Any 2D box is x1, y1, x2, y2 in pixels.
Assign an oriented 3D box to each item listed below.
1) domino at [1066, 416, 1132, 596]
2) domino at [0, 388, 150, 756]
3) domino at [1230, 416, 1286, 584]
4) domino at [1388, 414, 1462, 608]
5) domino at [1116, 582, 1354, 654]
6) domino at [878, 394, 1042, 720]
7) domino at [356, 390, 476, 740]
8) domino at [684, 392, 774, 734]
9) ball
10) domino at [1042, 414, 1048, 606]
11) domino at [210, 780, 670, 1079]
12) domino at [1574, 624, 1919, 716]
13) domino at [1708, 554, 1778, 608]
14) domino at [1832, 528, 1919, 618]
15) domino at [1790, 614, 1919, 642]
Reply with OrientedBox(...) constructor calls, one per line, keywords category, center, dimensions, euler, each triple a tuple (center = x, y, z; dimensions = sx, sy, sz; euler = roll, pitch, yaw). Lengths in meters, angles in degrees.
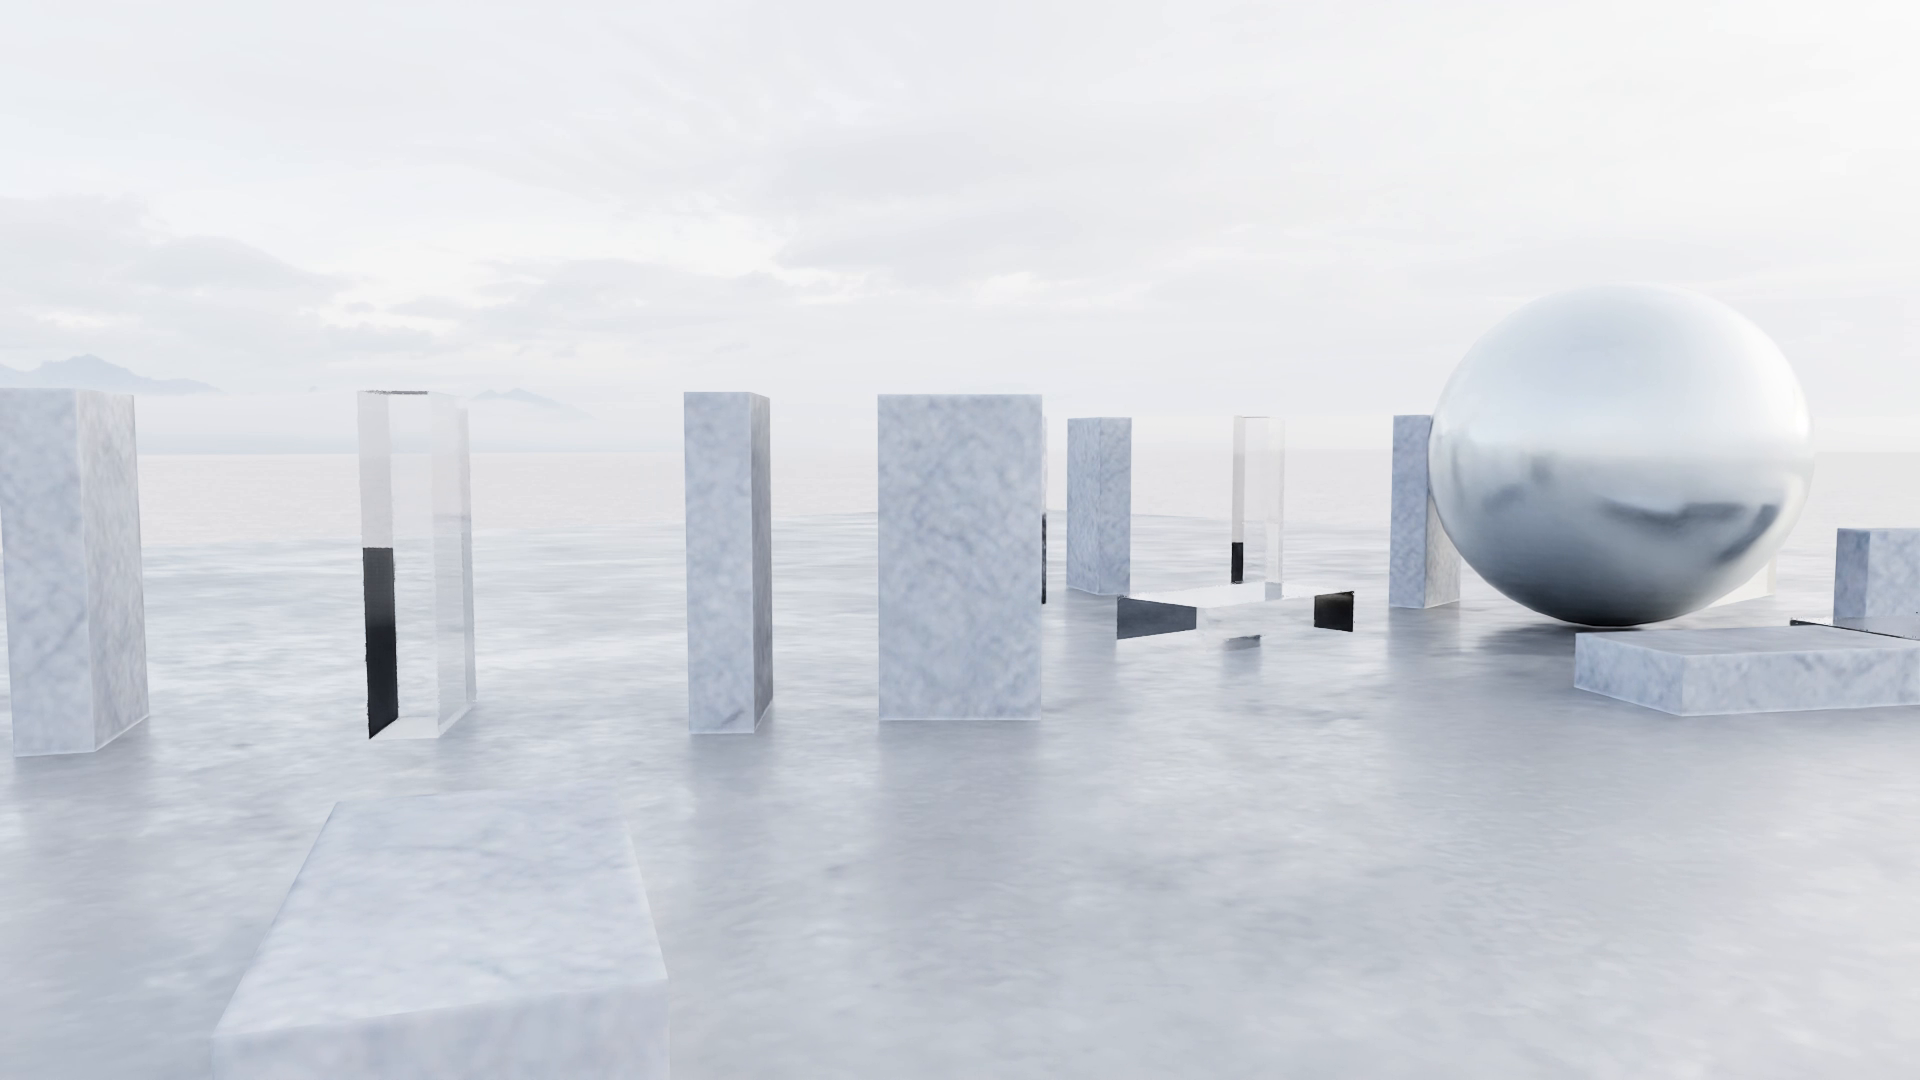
OrientedBox(category="domino", center=(0.040, -0.010, 0.373), dimensions=(0.009, 0.050, 0.025), euler=(-1, 4, -17))
OrientedBox(category="domino", center=(-0.128, 0.004, 0.186), dimensions=(0.010, 0.050, 0.025), euler=(-1, 4, -17))
OrientedBox(category="domino", center=(0.086, -0.010, 0.367), dimensions=(0.009, 0.050, 0.025), euler=(2, 5, 25))
OrientedBox(category="domino", center=(0.125, -0.008, 0.342), dimensions=(0.009, 0.050, 0.025), euler=(4, 6, 41))
OrientedBox(category="domino", center=(0.061, 0.017, 0.284), dimensions=(0.050, 0.009, 0.025), euler=(-3, 5, -38))
OrientedBox(category="domino", center=(0.000, 0.002, 0.201), dimensions=(0.025, 0.050, 0.009), euler=(0, 4, 0))
OrientedBox(category="domino", center=(-0.082, 0.003, 0.196), dimensions=(0.009, 0.050, 0.025), euler=(-1, 4, -9))
OrientedBox(category="domino", center=(-0.035, 0.003, 0.199), dimensions=(0.009, 0.050, 0.025), euler=(0, 4, -2))
OrientedBox(category="ball", center=(0.151, -0.020, 0.298), dimensions=(0.080, 0.080, 0.080), euler=(0, 4, 0))
OrientedBox(category="domino", center=(0.010, -0.008, 0.340), dimensions=(0.025, 0.050, 0.009), euler=(2, 5, 19))
OrientedBox(category="domino", center=(-0.038, 0.030, 0.099), dimensions=(0.025, 0.009, 0.050), euler=(-1, 5, -19))
OrientedBox(category="domino", center=(0.135, 0.022, 0.218), dimensions=(0.050, 0.009, 0.025), euler=(-1, 4, -12))
OrientedBox(category="domino", center=(0.209, 0.004, 0.351), dimensions=(0.050, 0.025, 0.009), euler=(-4, 6, -40))
OrientedBox(category="domino", center=(0.209, 0.010, 0.265), dimensions=(0.050, 0.025, 0.010), euler=(0, 4, -1))
OrientedBox(category="domino", center=(0.184, 0.020, 0.236), dimensions=(0.050, 0.009, 0.025), euler=(-1, 4, -12))
